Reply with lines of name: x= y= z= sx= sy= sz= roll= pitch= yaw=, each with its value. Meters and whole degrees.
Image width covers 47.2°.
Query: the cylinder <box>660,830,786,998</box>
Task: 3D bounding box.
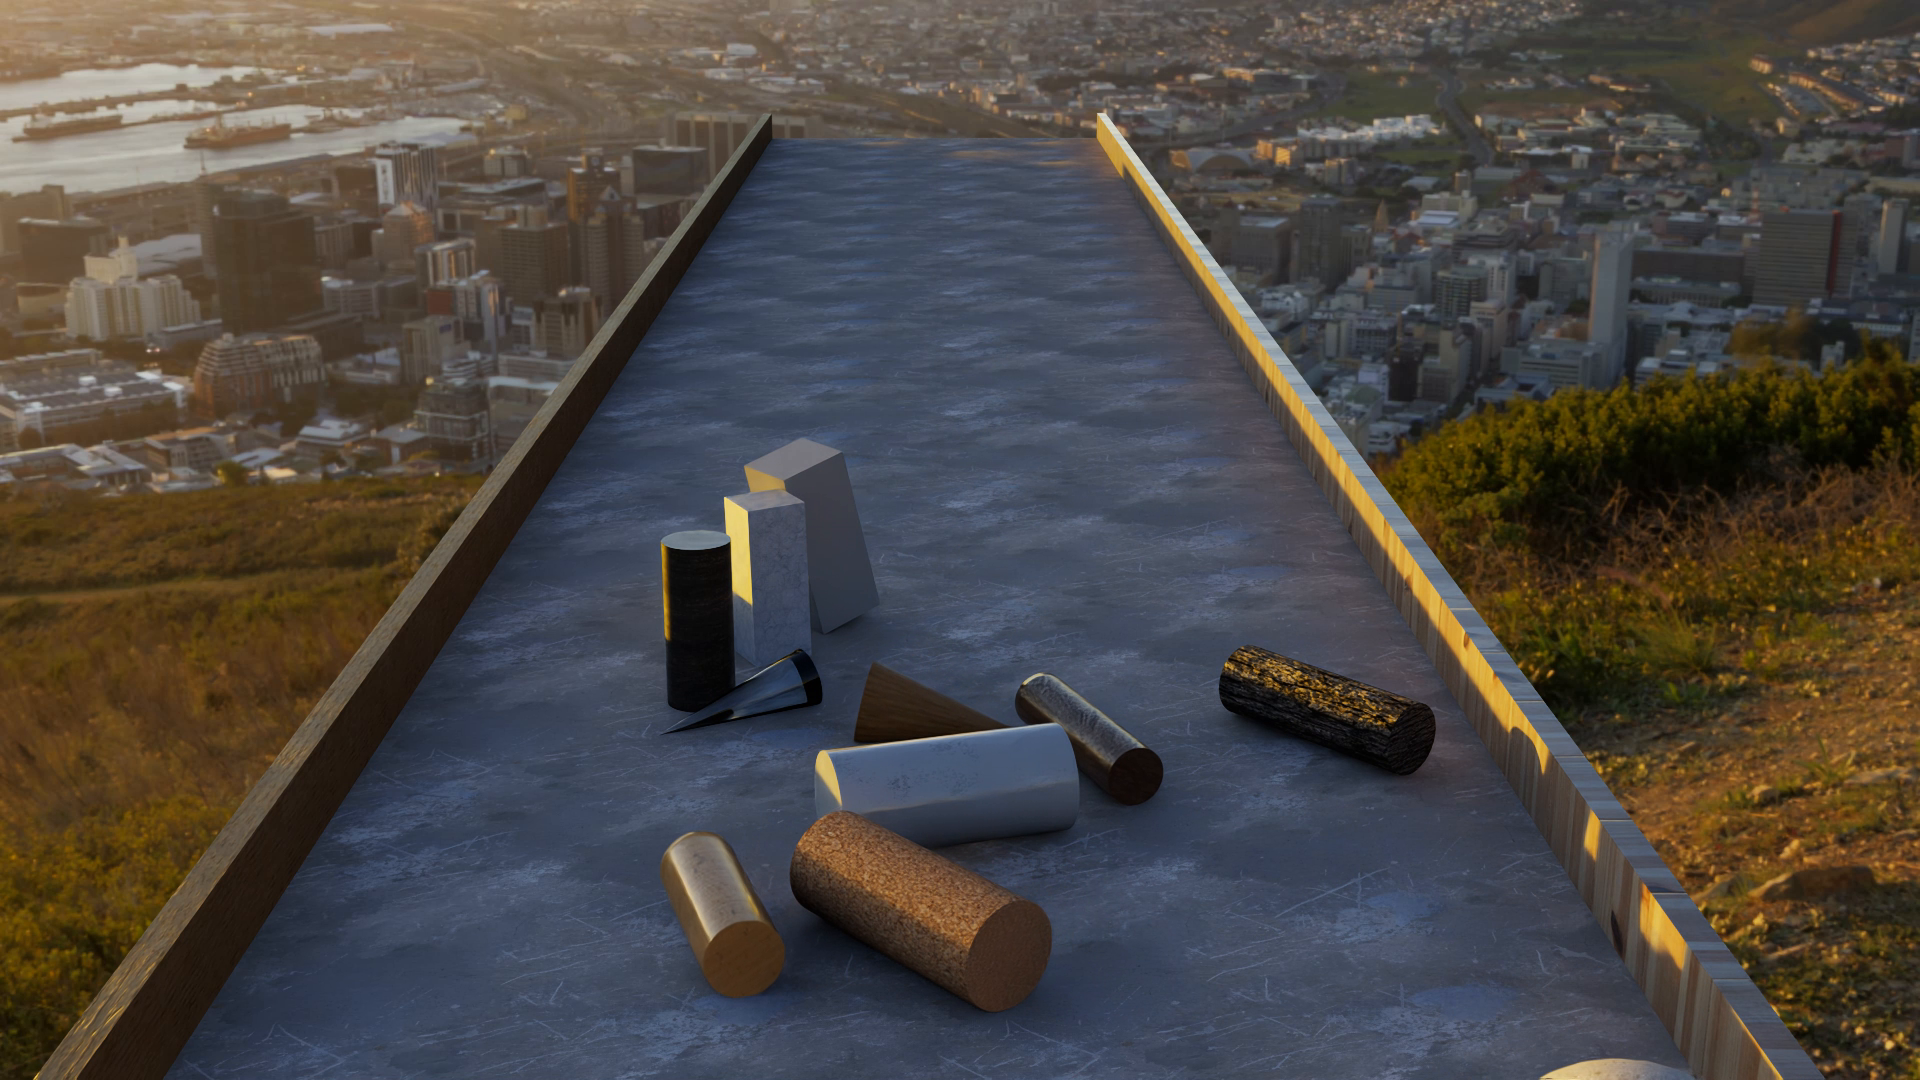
cylinder: x=-0.350 y=0.540 z=3.207 sx=0.117 sy=0.117 sz=0.320 roll=-5 pitch=17 yaw=-17

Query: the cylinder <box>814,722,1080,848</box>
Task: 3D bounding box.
cylinder: x=-0.022 y=0.405 z=3.554 sx=0.393 sy=0.177 sz=0.177 roll=-5 pitch=17 yaw=-18

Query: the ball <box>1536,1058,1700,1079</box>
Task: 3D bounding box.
ball: x=0.685 y=0.706 z=2.255 sx=0.340 sy=0.340 sz=0.340 roll=0 pitch=17 yaw=0

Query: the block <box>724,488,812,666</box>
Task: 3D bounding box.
block: x=-0.384 y=0.074 z=4.408 sx=0.122 sy=0.322 sz=0.122 roll=-10 pitch=19 yaw=-26

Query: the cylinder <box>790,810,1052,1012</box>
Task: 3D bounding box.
cylinder: x=-0.062 y=0.528 z=3.168 sx=0.161 sy=0.161 sz=0.401 roll=-14 pitch=21 yaw=-38

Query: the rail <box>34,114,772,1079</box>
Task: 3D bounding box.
rail: x=-1.118 y=-0.838 z=7.780 sx=0.050 sy=0.150 sz=12.000 roll=0 pitch=17 yaw=-1

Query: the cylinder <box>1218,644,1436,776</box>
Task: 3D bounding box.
cylinder: x=0.659 y=0.304 z=3.975 sx=0.132 sy=0.132 sz=0.398 roll=-14 pitch=21 yaw=-38

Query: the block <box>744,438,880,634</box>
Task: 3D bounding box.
block: x=-0.307 y=-0.009 z=4.584 sx=0.150 sy=0.357 sz=0.150 roll=-28 pitch=29 yaw=-29

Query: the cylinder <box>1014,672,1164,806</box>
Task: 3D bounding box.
cylinder: x=0.223 y=0.346 z=3.881 sx=0.104 sy=0.104 sz=0.397 roll=-7 pitch=18 yaw=-21

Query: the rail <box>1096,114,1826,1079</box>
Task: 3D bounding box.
rail: x=0.932 y=-0.844 z=7.801 sx=0.050 sy=0.150 sz=12.000 roll=0 pitch=17 yaw=-1

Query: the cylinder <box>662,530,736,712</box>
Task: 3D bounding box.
cylinder: x=-0.493 y=0.153 z=4.152 sx=0.130 sy=0.320 sz=0.130 roll=0 pitch=17 yaw=0

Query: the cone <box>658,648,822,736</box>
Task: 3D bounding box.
cone: x=-0.421 y=0.308 z=4.092 sx=0.317 sy=0.113 sz=0.113 roll=-20 pitch=24 yaw=-26

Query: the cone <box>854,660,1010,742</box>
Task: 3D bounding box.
cone: x=-0.005 y=0.332 z=3.981 sx=0.347 sy=0.150 sz=0.150 roll=14 pitch=18 yaw=3
